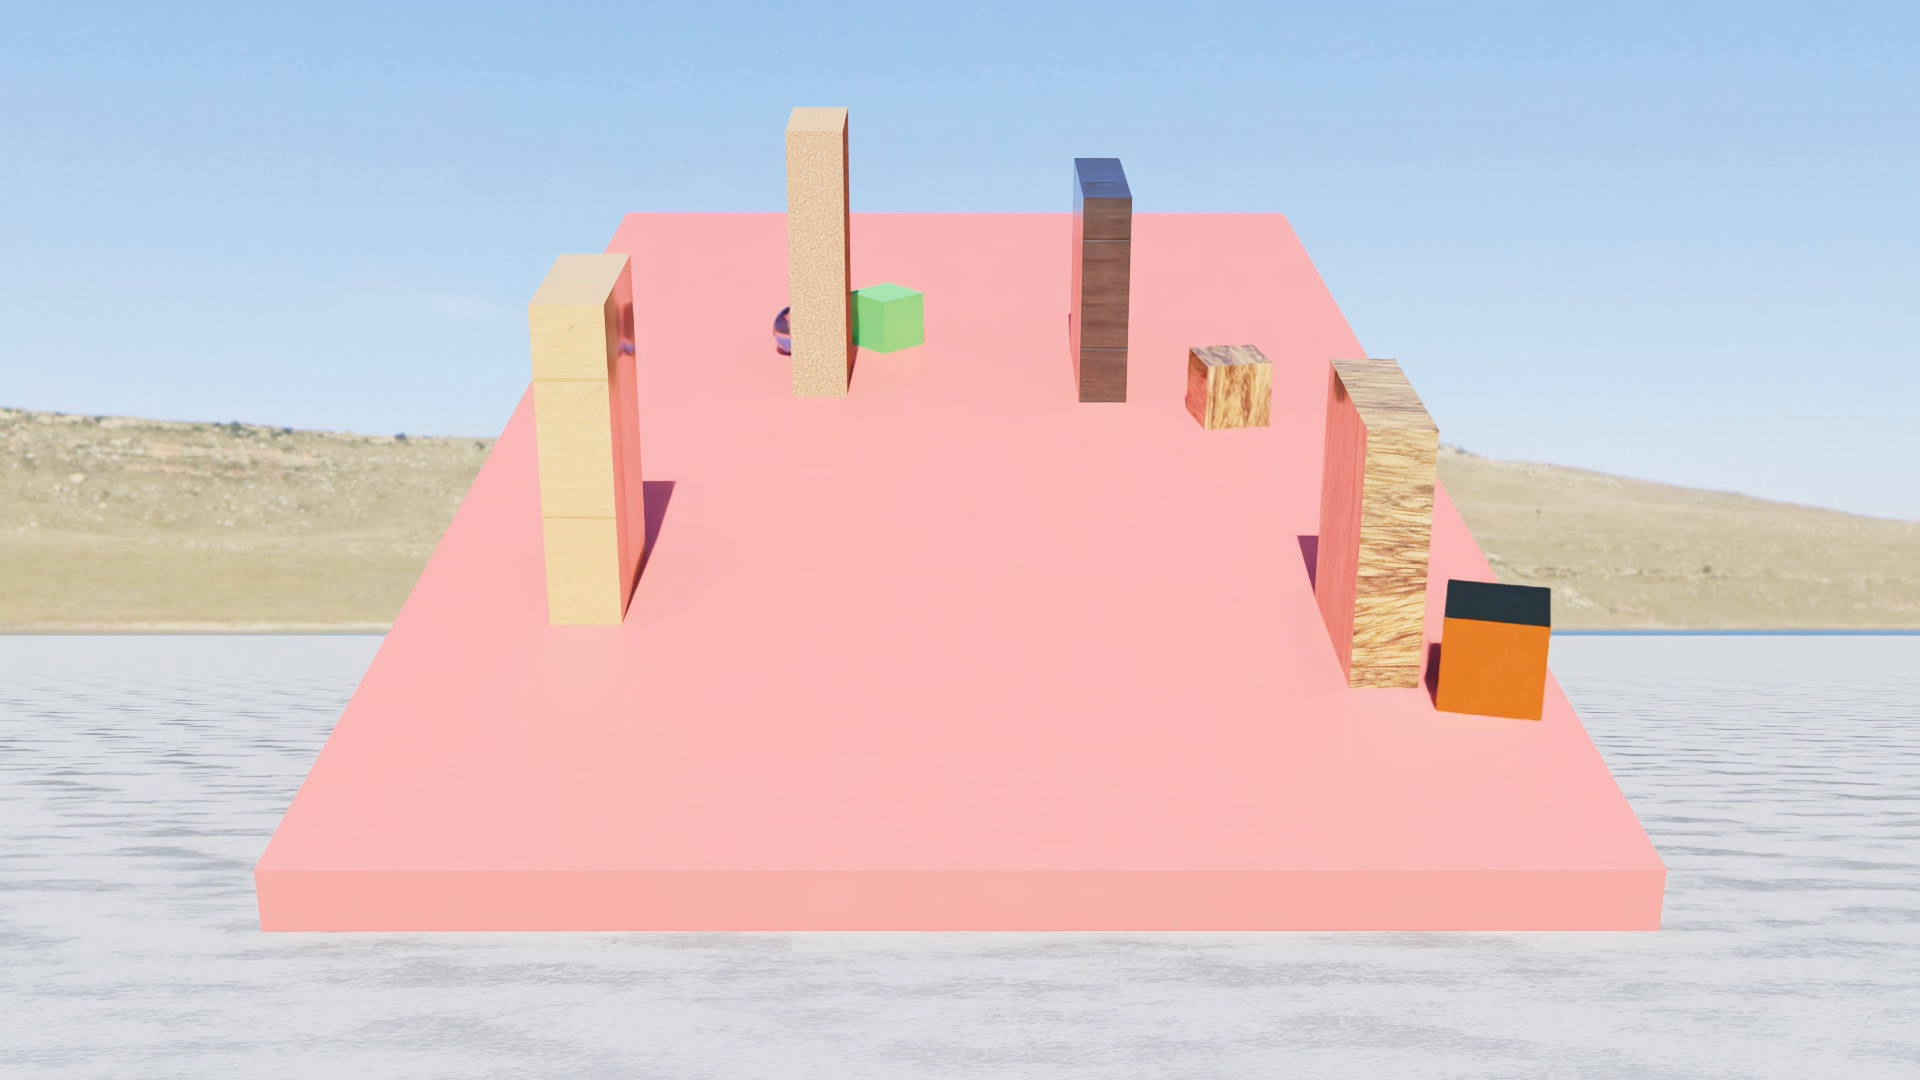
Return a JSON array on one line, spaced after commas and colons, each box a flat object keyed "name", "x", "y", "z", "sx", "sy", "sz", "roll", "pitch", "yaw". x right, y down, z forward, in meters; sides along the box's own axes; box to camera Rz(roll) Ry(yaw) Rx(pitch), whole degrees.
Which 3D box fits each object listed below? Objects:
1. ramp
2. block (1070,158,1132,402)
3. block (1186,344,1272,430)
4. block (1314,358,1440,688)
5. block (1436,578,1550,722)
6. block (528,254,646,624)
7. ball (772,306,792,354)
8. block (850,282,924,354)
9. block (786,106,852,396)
[{"name": "ramp", "x": -0.006, "y": -0.218, "z": 5.118, "sx": 2.000, "sy": 0.100, "sz": 4.000, "roll": 0, "pitch": 21, "yaw": 0}, {"name": "block", "x": 0.325, "y": -0.611, "z": 5.335, "sx": 0.108, "sy": 0.475, "sz": 0.417, "roll": 0, "pitch": 21, "yaw": 0}, {"name": "block", "x": 0.599, "y": -0.341, "z": 5.096, "sx": 0.148, "sy": 0.148, "sz": 0.148, "roll": -4, "pitch": 22, "yaw": -10}, {"name": "block", "x": 0.704, "y": -0.035, "z": 3.900, "sx": 0.114, "sy": 0.453, "sz": 0.389, "roll": 0, "pitch": 21, "yaw": 0}, {"name": "block", "x": 0.874, "y": 0.179, "z": 3.747, "sx": 0.167, "sy": 0.167, "sz": 0.167, "roll": 5, "pitch": 22, "yaw": 12}, {"name": "block", "x": -0.661, "y": -0.185, "z": 4.095, "sx": 0.127, "sy": 0.584, "sz": 0.345, "roll": 0, "pitch": 21, "yaw": 0}, {"name": "ball", "x": -0.394, "y": -0.512, "z": 5.562, "sx": 0.122, "sy": 0.122, "sz": 0.122, "roll": 0, "pitch": -2, "yaw": 0}, {"name": "block", "x": -0.182, "y": -0.548, "z": 5.642, "sx": 0.131, "sy": 0.131, "sz": 0.131, "roll": -19, "pitch": 28, "yaw": -39}, {"name": "block", "x": -0.323, "y": -0.667, "z": 5.285, "sx": 0.126, "sy": 0.614, "sz": 0.282, "roll": 0, "pitch": 21, "yaw": 0}]
